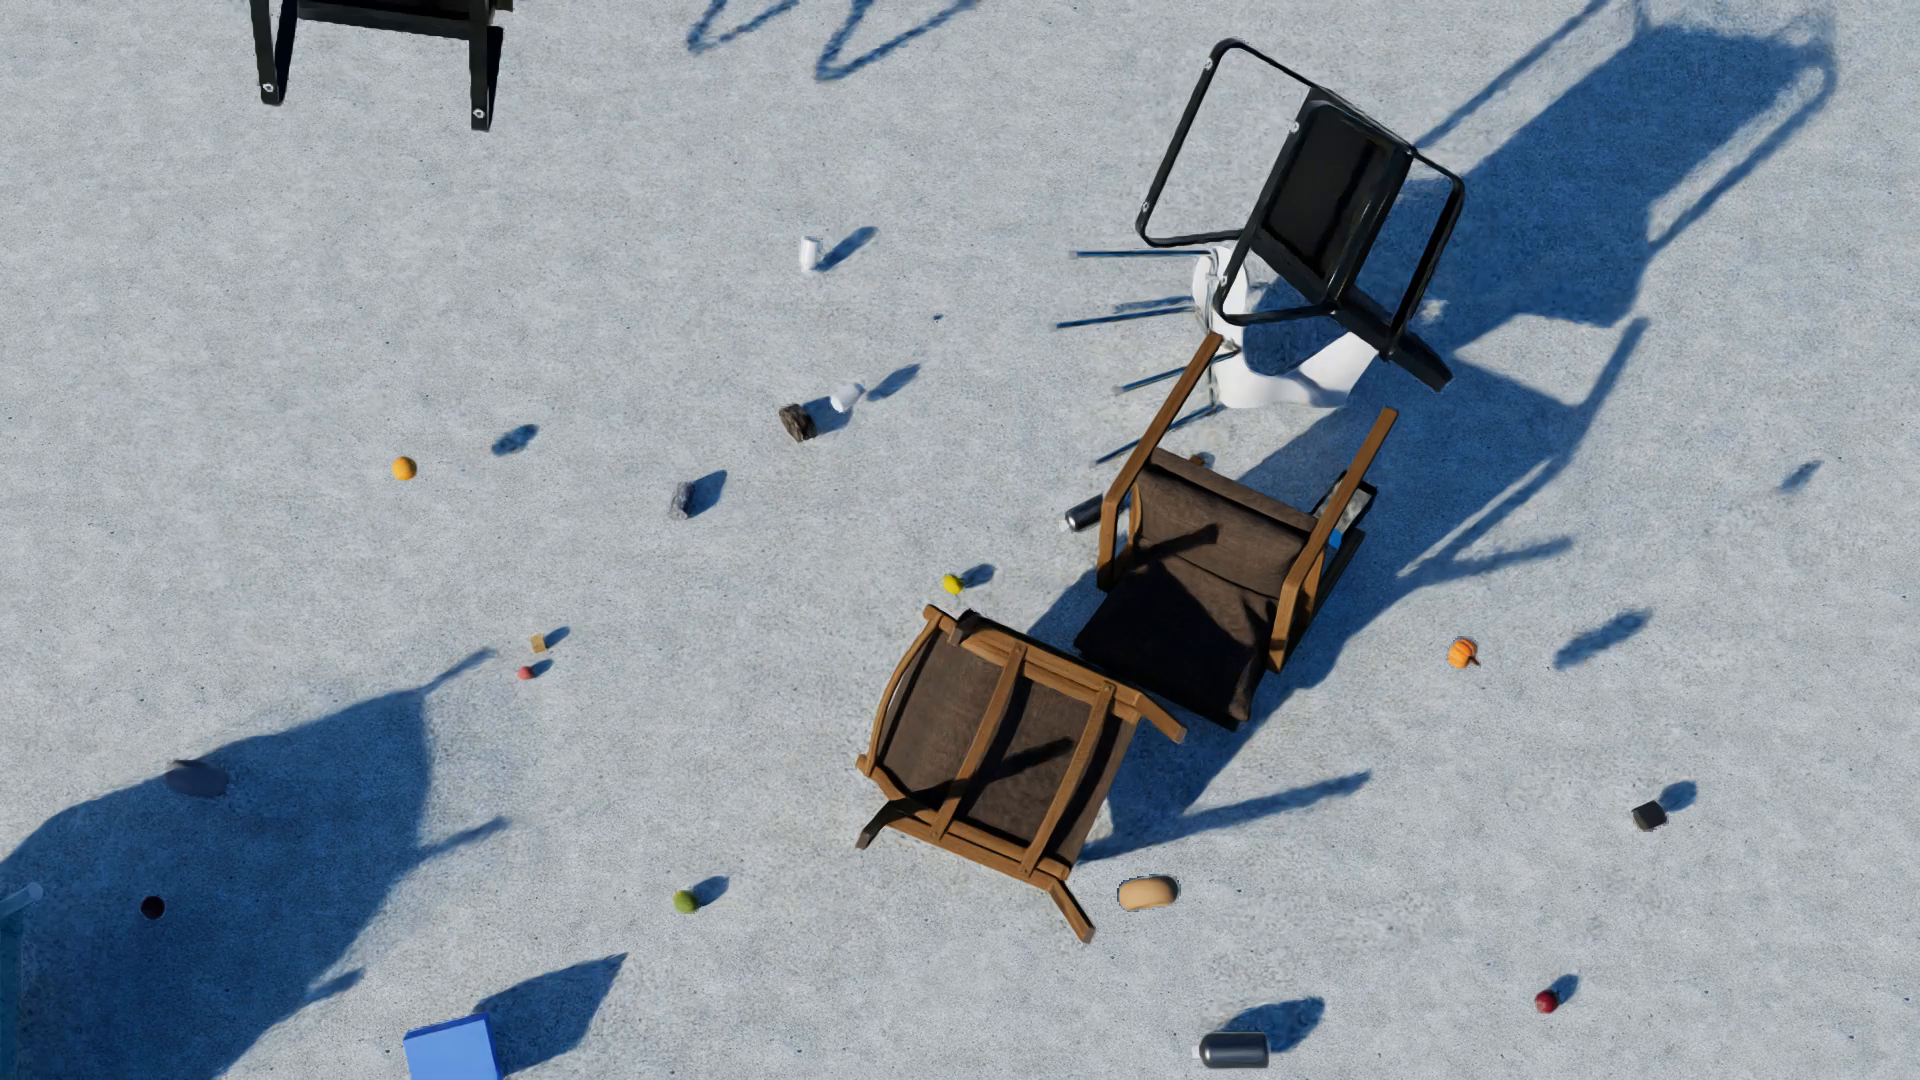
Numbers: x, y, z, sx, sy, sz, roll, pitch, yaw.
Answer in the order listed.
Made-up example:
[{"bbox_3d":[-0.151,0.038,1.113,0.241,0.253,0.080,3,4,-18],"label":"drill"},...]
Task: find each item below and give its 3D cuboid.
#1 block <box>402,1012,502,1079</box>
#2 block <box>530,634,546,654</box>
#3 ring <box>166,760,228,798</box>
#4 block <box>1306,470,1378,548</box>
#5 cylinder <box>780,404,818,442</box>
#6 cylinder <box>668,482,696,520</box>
[{"bbox_3d":[-1.284,1.316,5.573,0.205,0.123,0.173,-13,88,-9],"label":"block"},{"bbox_3d":[-1.218,0.300,6.349,0.035,0.040,0.033,-19,58,-12],"label":"block"},{"bbox_3d":[-2.097,0.655,6.042,0.241,0.125,0.078,7,92,40],"label":"ring"},{"bbox_3d":[1.142,-0.091,6.585,0.117,0.084,0.201,32,62,20],"label":"block"},{"bbox_3d":[-0.497,-0.360,6.763,0.052,0.076,0.139,-22,52,-28],"label":"cylinder"},{"bbox_3d":[-0.836,-0.116,6.613,0.053,0.071,0.103,33,53,-26],"label":"cylinder"}]
